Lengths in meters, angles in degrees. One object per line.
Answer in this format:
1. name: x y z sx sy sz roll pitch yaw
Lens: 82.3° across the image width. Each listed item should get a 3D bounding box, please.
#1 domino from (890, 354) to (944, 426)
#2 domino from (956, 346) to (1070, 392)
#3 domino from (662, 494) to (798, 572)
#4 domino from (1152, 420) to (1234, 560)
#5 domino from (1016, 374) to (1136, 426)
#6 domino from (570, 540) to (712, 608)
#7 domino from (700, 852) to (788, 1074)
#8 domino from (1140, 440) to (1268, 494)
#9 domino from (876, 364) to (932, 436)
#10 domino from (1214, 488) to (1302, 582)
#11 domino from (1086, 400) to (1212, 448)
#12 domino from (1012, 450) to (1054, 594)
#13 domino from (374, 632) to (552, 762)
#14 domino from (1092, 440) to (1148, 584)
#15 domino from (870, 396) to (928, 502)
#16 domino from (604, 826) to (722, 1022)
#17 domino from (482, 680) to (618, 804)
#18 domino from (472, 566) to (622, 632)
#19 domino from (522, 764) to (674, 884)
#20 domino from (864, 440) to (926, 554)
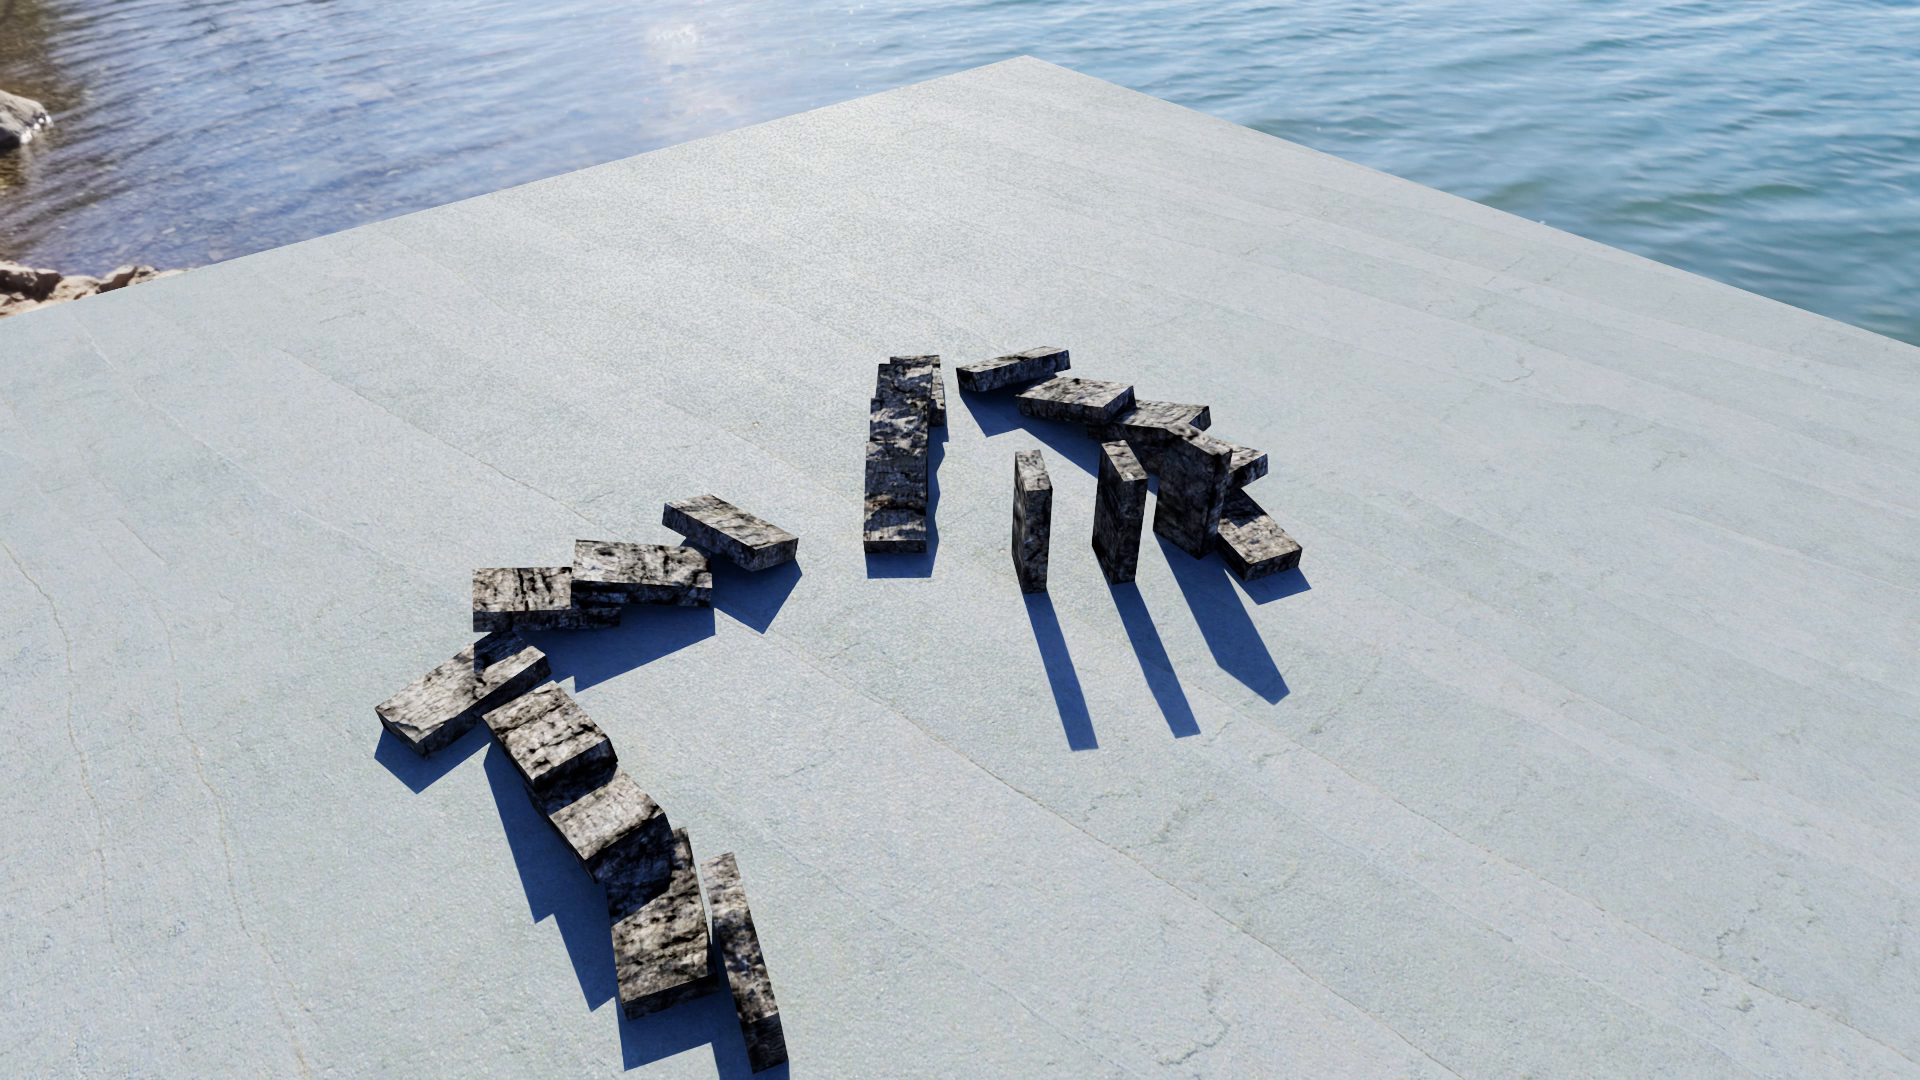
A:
1. domino: -0.021 -0.072 0.532 0.025 0.010 0.050 -2 39 -3
2. domino: 0.026 -0.084 0.539 0.050 0.009 0.025 -17 20 -19
3. domino: -0.092 -0.004 0.441 0.050 0.010 0.025 24 23 27
4. domino: 0.091 -0.019 0.435 0.009 0.050 0.025 -28 47 -30
5. domino: 0.054 -0.066 0.513 0.050 0.009 0.025 14 39 40
6. domino: -0.121 0.013 0.417 0.050 0.009 0.025 4 34 -18
7. domino: -0.058 0.112 0.294 0.010 0.025 0.050 -14 41 -17
8. domino: 0.105 -0.034 0.475 0.025 0.009 0.050 -26 30 -28
9. domino: -0.026 -0.058 0.502 0.025 0.009 0.050 2 58 2
10. domino: 0.114 -0.005 0.449 0.025 0.010 0.050 -15 42 -17
11. domino: 0.085 -0.053 0.497 0.050 0.010 0.025 12 38 41
12. domino: 0.027 -0.007 0.419 0.010 0.050 0.025 -5 40 -6
13. domino: -0.171 0.052 0.380 0.025 0.009 0.050 26 46 28
14. domino: 0.061 -0.010 0.424 0.010 0.050 0.025 -9 40 -10
15. domino: -0.027 -0.040 0.480 0.025 0.010 0.050 -1 58 0
16. domino: -0.086 0.107 0.312 0.025 0.009 0.050 -13 41 -15
17. domino: -0.133 0.064 0.355 0.025 0.010 0.050 -28 32 -30
18. domino: -0.153 0.021 0.407 0.050 0.009 0.025 0 37 -24
19. domino: -0.111 0.082 0.334 0.025 0.010 0.050 -29 33 -31
20. domino: -0.027 -0.018 0.454 0.025 0.009 0.050 -1 57 -1
